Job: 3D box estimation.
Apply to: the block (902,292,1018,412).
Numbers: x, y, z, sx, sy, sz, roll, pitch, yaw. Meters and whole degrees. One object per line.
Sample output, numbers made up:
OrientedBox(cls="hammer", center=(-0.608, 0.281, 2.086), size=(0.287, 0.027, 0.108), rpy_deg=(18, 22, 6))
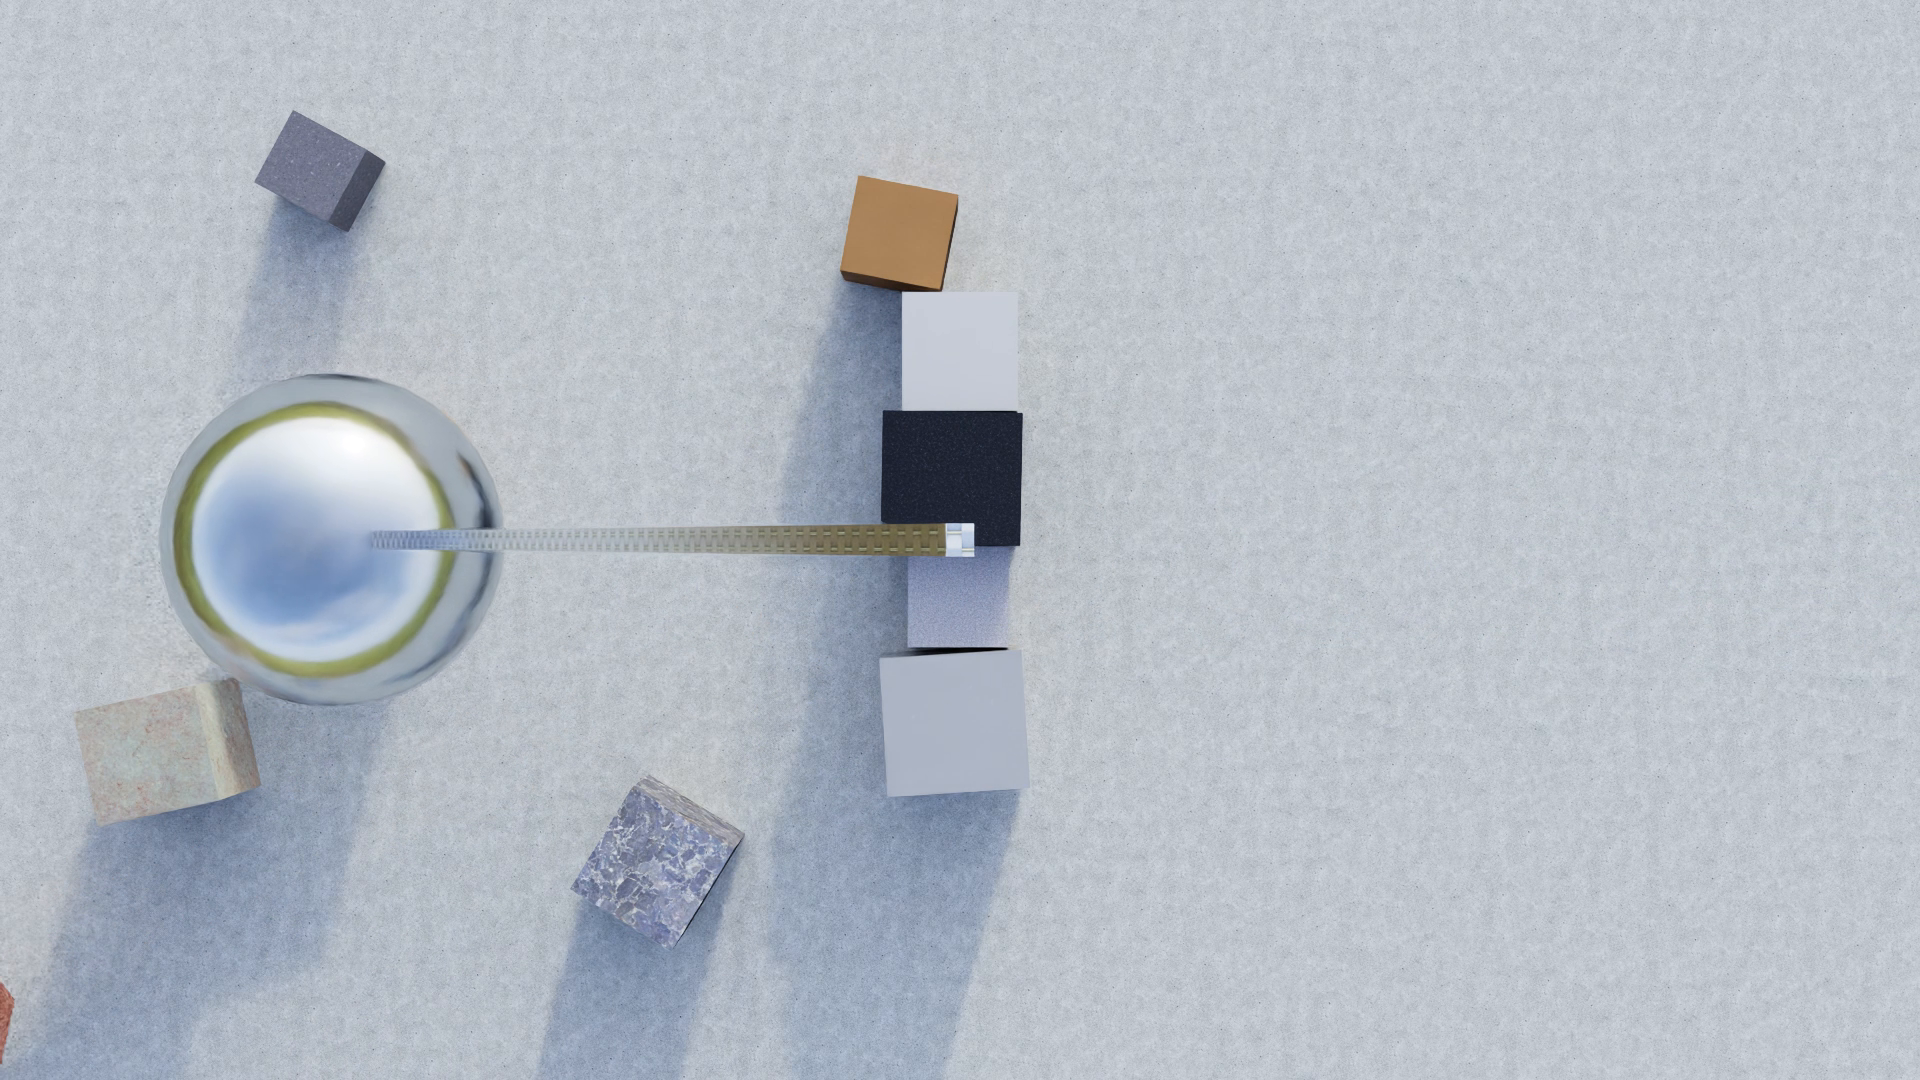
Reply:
OrientedBox(cls="block", center=(0.000, -1.059, 12.672), size=(0.650, 0.656, 0.666), rpy_deg=(0, 90, 0))

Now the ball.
OrientedBox(cls="ball", center=(-2.995, 0.000, 10.549), size=(1.600, 1.600, 1.600), rpy_deg=(0, 90, 0))

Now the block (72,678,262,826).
OrientedBox(cls="block", center=(-4.538, 1.205, 12.628), size=(0.692, 0.743, 0.655), rpy_deg=(-12, 90, 0))

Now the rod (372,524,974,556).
OrientedBox(cls="rod", center=(-1.298, 0.000, 7.603), size=(0.080, 5.200, 0.080), rpy_deg=(0, 90, -30))

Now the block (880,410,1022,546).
OrientedBox(cls="block", center=(-0.046, -0.344, 12.610), size=(0.779, 0.780, 0.739), rpy_deg=(1, 90, 0))

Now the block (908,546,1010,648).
OrientedBox(cls="block", center=(-0.009, 0.320, 12.712), size=(0.571, 0.577, 0.570), rpy_deg=(0, 90, 0))

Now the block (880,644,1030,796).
OrientedBox(cls="block", center=(-0.030, 1.029, 12.671), size=(0.800, 0.657, 0.778), rpy_deg=(-4, 90, 0))

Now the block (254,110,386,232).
OrientedBox(cls="block", center=(-3.716, -2.140, 12.789), size=(0.480, 0.422, 0.472), rpy_deg=(28, 90, 0))

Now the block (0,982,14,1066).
OrientedBox(cls="block", center=(-5.810, 2.776, 12.663), size=(0.461, 0.505, 0.444), rpy_deg=(-12, 134, 0))

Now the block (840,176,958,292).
OrientedBox(cls="block", center=(-0.346, -1.747, 12.742), size=(0.579, 0.517, 0.549), rpy_deg=(11, 90, 0))

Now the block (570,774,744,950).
OrientedBox(cls="block", center=(-1.729, 1.847, 12.671), size=(0.669, 0.657, 0.671), rpy_deg=(31, 90, 0))
